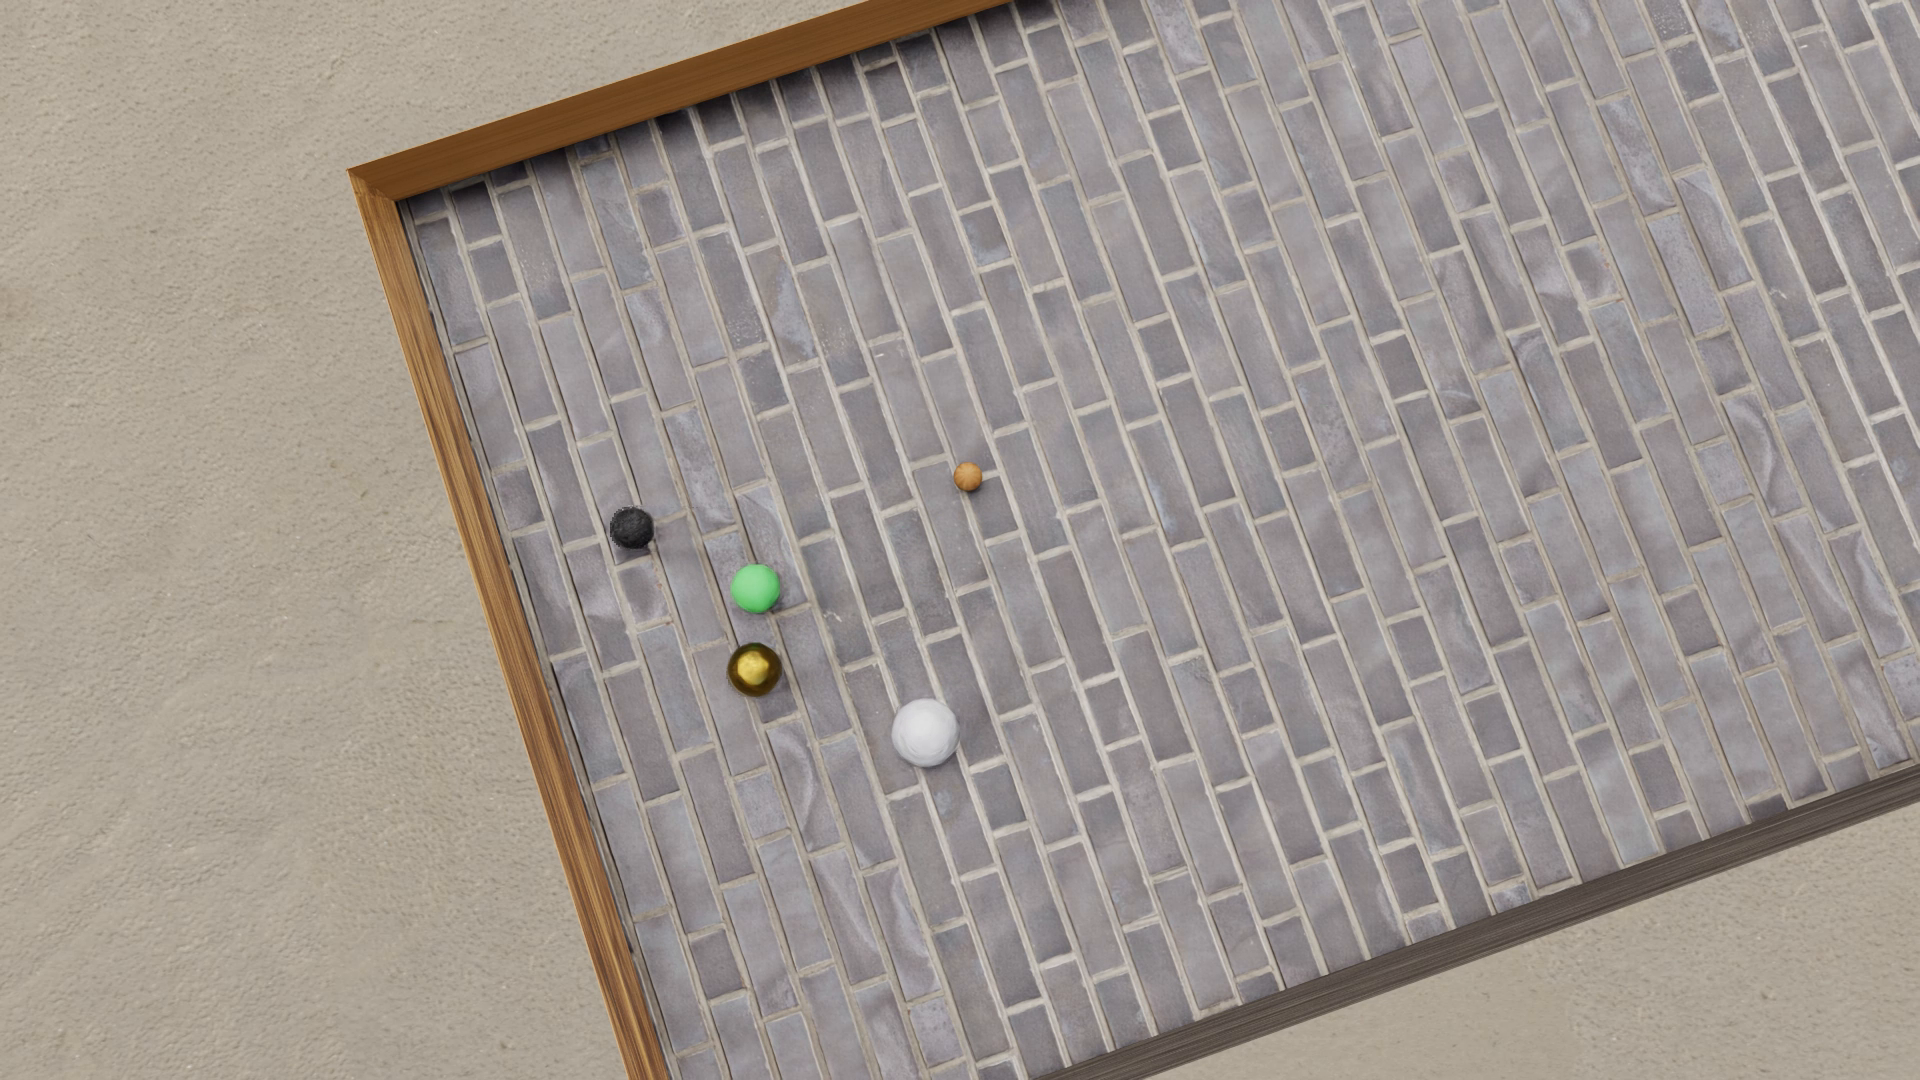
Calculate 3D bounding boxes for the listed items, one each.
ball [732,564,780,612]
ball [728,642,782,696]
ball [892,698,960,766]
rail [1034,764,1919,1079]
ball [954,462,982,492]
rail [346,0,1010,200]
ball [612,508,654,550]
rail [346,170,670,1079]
[{"bbox_3d":[-0.303,0.072,3.274,0.072,0.072,0.072,0,80,0],"label":"ball"},{"bbox_3d":[-0.303,0.191,3.248,0.080,0.080,0.080,0,80,0],"label":"ball"},{"bbox_3d":[-0.050,0.282,3.221,0.099,0.099,0.099,0,80,0],"label":"ball"},{"bbox_3d":[0.914,0.512,3.163,2.765,0.129,0.045,-19,80,-3],"label":"rail"},{"bbox_3d":[0.012,-0.096,3.319,0.044,0.044,0.044,0,80,0],"label":"ball"},{"bbox_3d":[0.393,-0.967,3.436,2.765,0.129,0.045,-19,80,-3],"label":"rail"},{"bbox_3d":[-0.489,-0.018,3.295,0.063,0.063,0.063,0,80,0],"label":"ball"},{"bbox_3d":[-0.631,0.209,3.219,0.045,0.129,1.640,-19,80,-3],"label":"rail"}]
